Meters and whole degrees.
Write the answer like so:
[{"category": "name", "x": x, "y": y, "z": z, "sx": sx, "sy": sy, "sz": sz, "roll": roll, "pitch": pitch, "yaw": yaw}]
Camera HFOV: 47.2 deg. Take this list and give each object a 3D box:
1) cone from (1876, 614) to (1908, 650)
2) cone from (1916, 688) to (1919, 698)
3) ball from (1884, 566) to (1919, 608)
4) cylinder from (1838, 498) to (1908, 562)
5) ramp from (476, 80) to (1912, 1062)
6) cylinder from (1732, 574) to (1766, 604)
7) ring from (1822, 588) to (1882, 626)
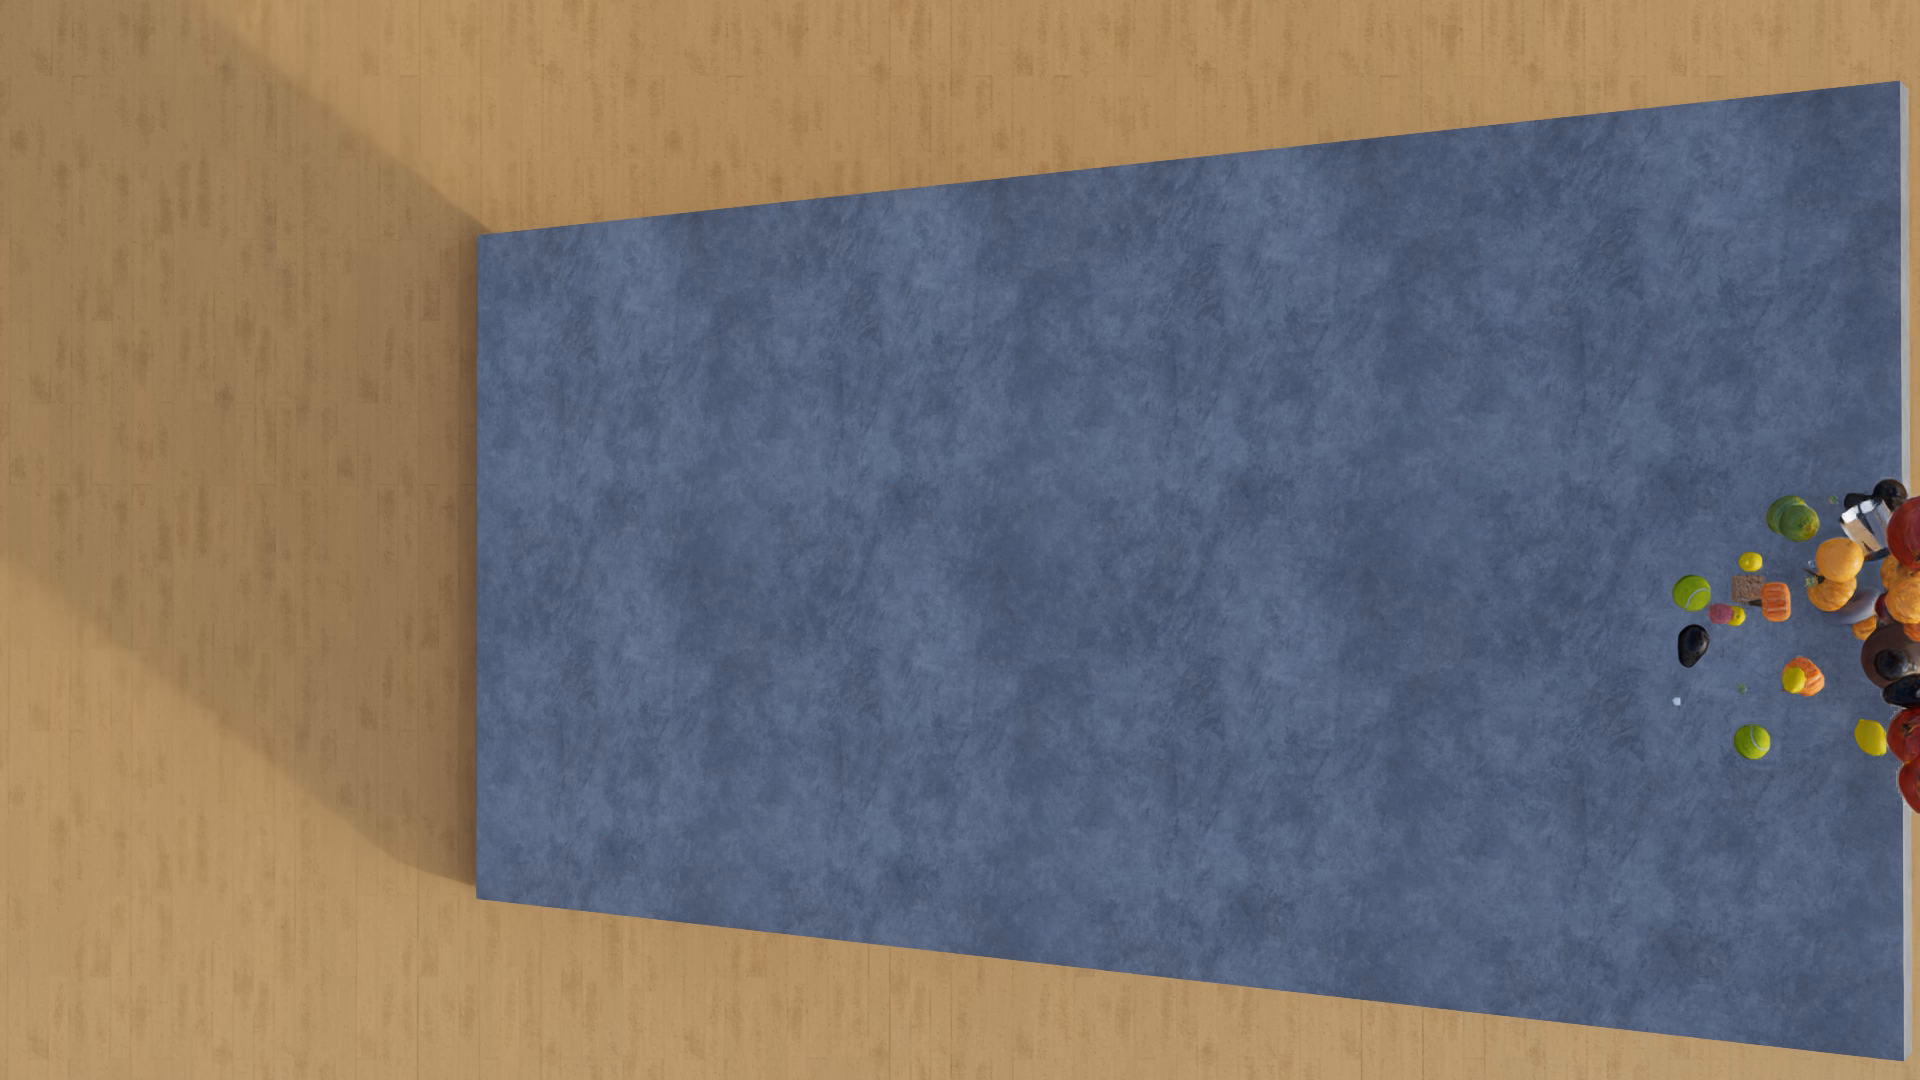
[{"category": "cone", "x": 1.793, "y": 0.171, "z": 4.266, "sx": 0.065, "sy": 0.065, "sz": 0.065, "roll": -29, "pitch": 93, "yaw": 0}, {"category": "cone", "x": 1.458, "y": 0.208, "z": 3.277, "sx": 0.055, "sy": 0.055, "sz": 0.055, "roll": 19, "pitch": 72, "yaw": 0}, {"category": "ball", "x": 1.860, "y": 0.094, "z": 4.318, "sx": 0.084, "sy": 0.084, "sz": 0.084, "roll": 0, "pitch": 89, "yaw": 0}, {"category": "cylinder", "x": 1.479, "y": -0.016, "z": 3.564, "sx": 0.076, "sy": 0.076, "sz": 0.076, "roll": -35, "pitch": 87, "yaw": 0}, {"category": "ramp", "x": 0.259, "y": 0.071, "z": 5.598, "sx": 4.000, "sy": 0.100, "sz": 2.000, "roll": 0, "pitch": 89, "yaw": 32}, {"category": "cylinder", "x": 1.561, "y": 0.097, "z": 4.354, "sx": 0.055, "sy": 0.055, "sz": 0.055, "roll": 2, "pitch": 89, "yaw": 12}, {"category": "ring", "x": 1.673, "y": 0.125, "z": 4.125, "sx": 0.114, "sy": 0.114, "sz": 0.038, "roll": -27, "pitch": 99, "yaw": 0}]
